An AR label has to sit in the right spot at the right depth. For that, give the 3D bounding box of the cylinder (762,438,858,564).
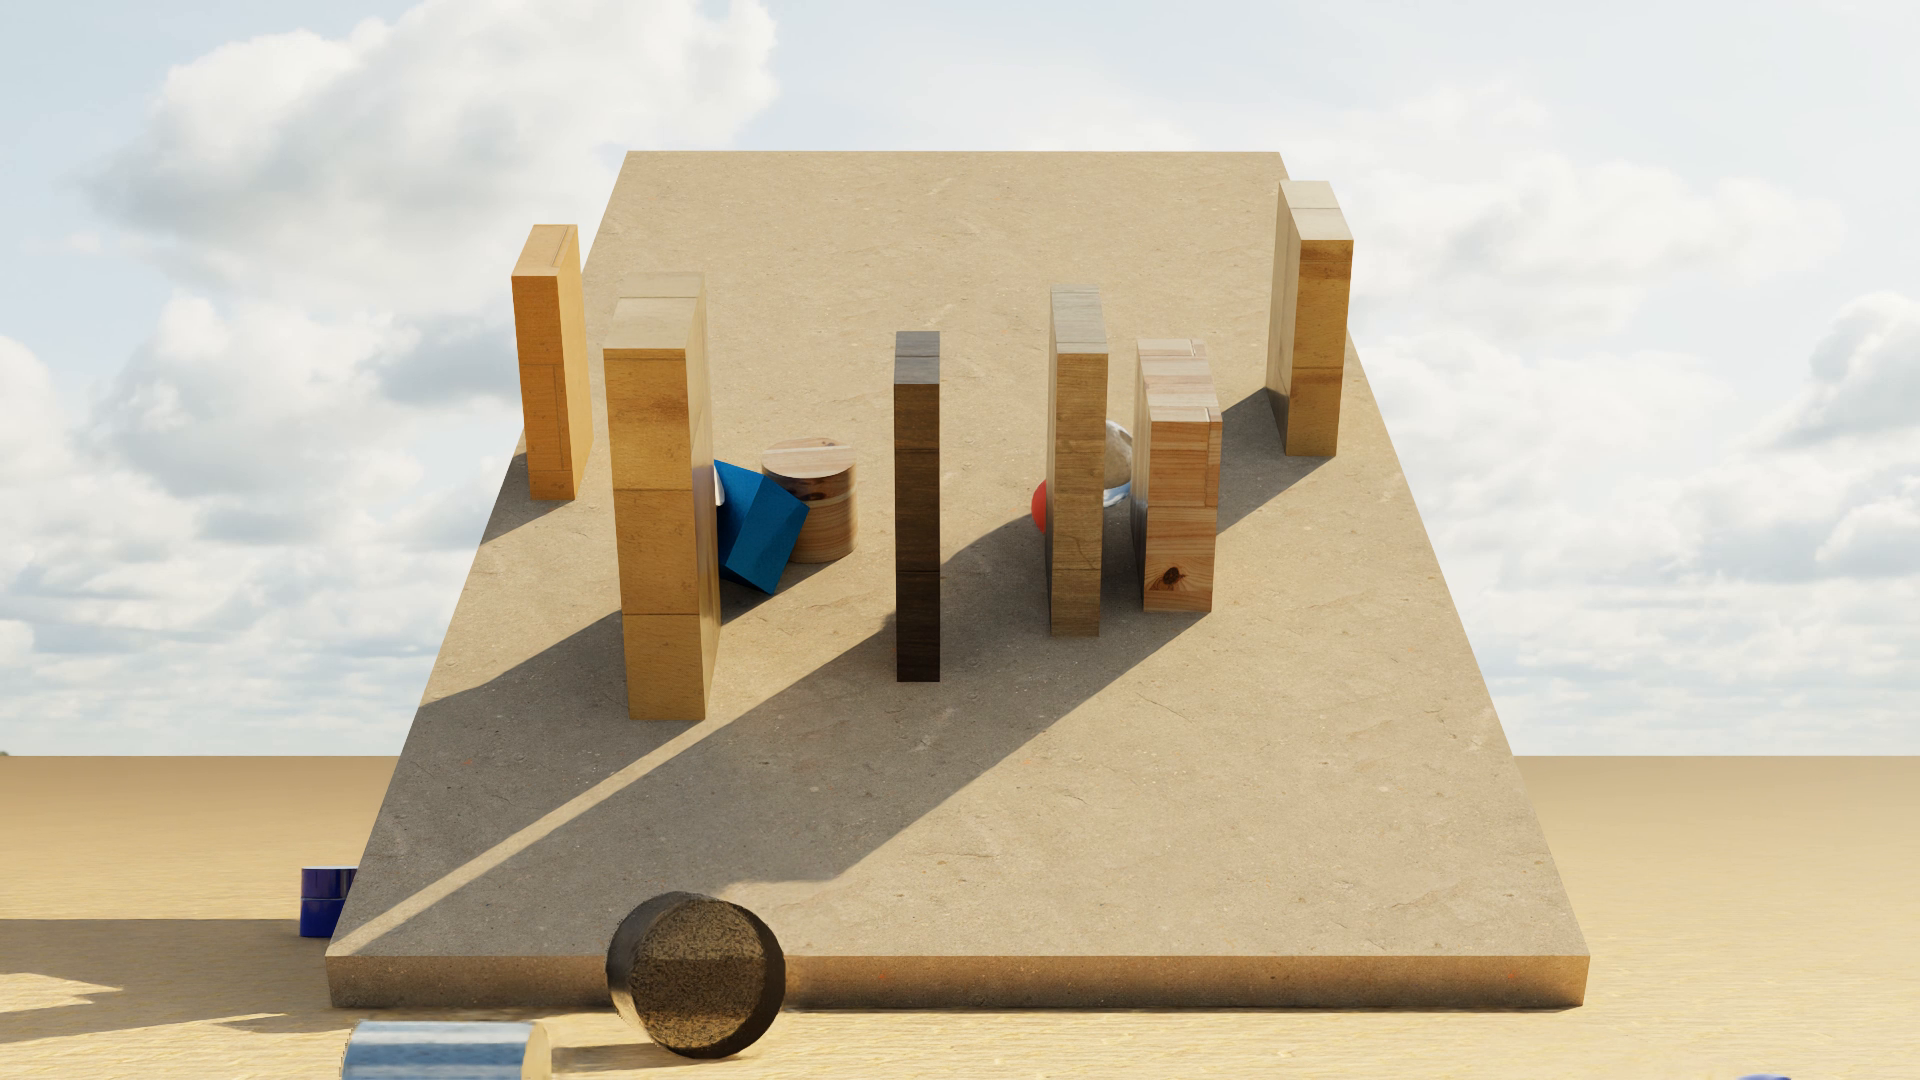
[{"bbox_3d":[-0.312,-0.083,4.962,0.197,0.197,0.197,0,28,0],"label":"cylinder"}]

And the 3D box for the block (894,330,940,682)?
[{"bbox_3d":[-0.079,-0.060,4.467,0.081,0.615,0.243,0,28,0],"label":"block"}]

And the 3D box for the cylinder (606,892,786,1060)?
[{"bbox_3d":[-0.364,0.592,3.258,0.210,0.210,0.210,2,-5,-17],"label":"cylinder"}]

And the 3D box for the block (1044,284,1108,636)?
[{"bbox_3d":[0.225,-0.157,4.671,0.094,0.601,0.346,0,28,0],"label":"block"}]

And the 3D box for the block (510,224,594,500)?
[{"bbox_3d":[-0.886,-0.389,5.195,0.096,0.520,0.311,0,28,0],"label":"block"}]

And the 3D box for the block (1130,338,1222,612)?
[{"bbox_3d":[0.433,-0.136,4.829,0.136,0.418,0.407,0,28,0],"label":"block"}]

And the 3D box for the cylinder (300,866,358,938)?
[{"bbox_3d":[-1.381,0.799,5.260,0.149,0.149,0.149,0,-5,0],"label":"cylinder"}]

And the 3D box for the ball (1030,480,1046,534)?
[{"bbox_3d":[0.221,-0.068,4.994,0.144,0.144,0.144,0,-5,0],"label":"ball"}]

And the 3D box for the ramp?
[{"bbox_3d":[-0.011,-0.224,5.555,2.000,0.100,4.000,0,28,0],"label":"ramp"}]

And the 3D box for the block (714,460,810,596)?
[{"bbox_3d":[-0.462,-0.033,4.779,0.195,0.195,0.195,17,-11,29],"label":"block"}]

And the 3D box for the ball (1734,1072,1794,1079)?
[{"bbox_3d":[0.712,0.533,2.095,0.125,0.125,0.125,0,-5,0],"label":"ball"}]

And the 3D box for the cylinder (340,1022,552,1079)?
[{"bbox_3d":[-0.468,0.522,2.176,0.160,0.160,0.160,0,-5,1],"label":"cylinder"}]

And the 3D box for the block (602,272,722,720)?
[{"bbox_3d":[-0.538,-0.081,4.370,0.140,0.739,0.361,0,28,0],"label":"block"}]

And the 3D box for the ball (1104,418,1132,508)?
[{"bbox_3d":[0.290,-0.165,5.119,0.200,0.200,0.200,0,-5,0],"label":"ball"}]

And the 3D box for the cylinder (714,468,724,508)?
[{"bbox_3d":[-0.568,-0.101,4.650,0.156,0.156,0.156,-28,-12,14],"label":"cylinder"}]

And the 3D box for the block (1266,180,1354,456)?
[{"bbox_3d":[0.794,-0.510,5.439,0.114,0.518,0.390,0,28,0],"label":"block"}]
